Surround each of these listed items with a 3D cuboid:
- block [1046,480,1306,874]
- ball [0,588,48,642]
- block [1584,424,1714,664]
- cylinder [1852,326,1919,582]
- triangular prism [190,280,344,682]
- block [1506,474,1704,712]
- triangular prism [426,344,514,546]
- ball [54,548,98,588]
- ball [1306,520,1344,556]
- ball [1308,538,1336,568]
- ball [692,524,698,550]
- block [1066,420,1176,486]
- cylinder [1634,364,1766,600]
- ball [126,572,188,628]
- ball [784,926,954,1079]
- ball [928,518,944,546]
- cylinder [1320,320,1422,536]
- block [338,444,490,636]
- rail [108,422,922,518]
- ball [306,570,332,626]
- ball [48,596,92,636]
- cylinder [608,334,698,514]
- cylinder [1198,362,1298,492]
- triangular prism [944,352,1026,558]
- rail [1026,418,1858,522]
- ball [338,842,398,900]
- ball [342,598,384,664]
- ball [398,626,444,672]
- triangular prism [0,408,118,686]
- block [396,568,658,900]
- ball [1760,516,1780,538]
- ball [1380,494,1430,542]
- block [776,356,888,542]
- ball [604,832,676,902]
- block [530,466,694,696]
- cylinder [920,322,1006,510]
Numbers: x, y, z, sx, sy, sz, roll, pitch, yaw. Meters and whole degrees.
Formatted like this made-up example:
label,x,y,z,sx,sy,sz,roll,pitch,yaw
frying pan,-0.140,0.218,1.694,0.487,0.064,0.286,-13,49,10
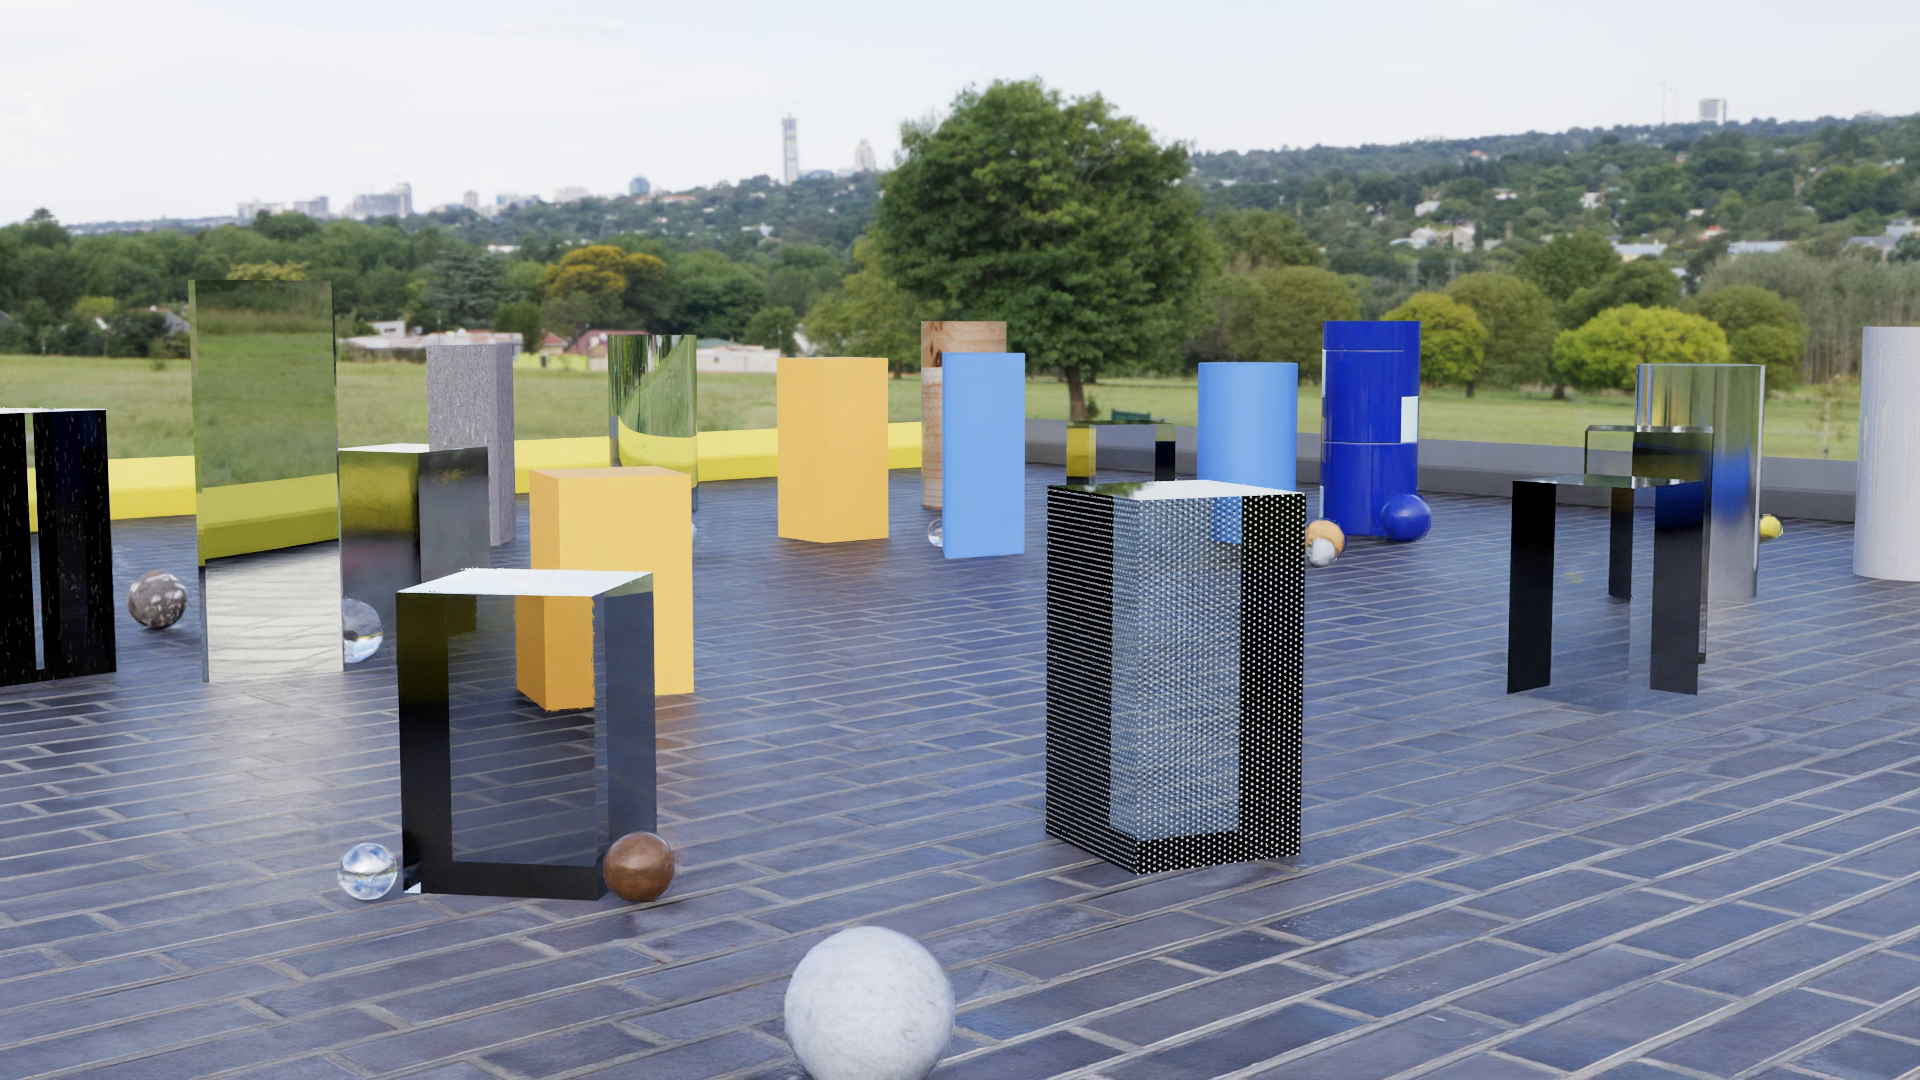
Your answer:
label,x,y,z,sx,sy,sz,roll,pitch,yaw
block,0.176,0.106,1.822,0.154,0.297,0.154,-3,7,-25
ball,-1.260,0.100,2.941,0.074,0.074,0.074,0,6,0
block,0.889,0.001,2.848,0.154,0.291,0.154,2,6,18
cylinder,1.604,-0.148,3.674,0.193,0.415,0.193,0,6,0
triangular prism,-0.868,-0.078,2.709,0.167,0.478,0.145,-4,7,-31
block,0.743,0.056,2.532,0.154,0.249,0.154,-6,8,-43
triangular prism,-0.910,-0.187,4.234,0.167,0.376,0.145,3,7,30
ball,-1.413,0.044,3.517,0.066,0.066,0.066,0,6,0
ball,0.642,0.001,3.884,0.074,0.074,0.074,0,6,0
ball,0.625,0.022,3.804,0.049,0.049,0.049,0,6,0
ball,-0.509,-0.006,3.945,0.076,0.076,0.076,0,6,0
block,0.294,-0.098,4.043,0.154,0.238,0.154,-2,6,-17
cylinder,1.155,-0.096,3.449,0.193,0.358,0.193,0,6,0
ball,-1.122,0.084,3.072,0.080,0.080,0.080,0,6,0
ball,-0.052,0.267,1.245,0.096,0.096,0.096,0,6,0
ball,-0.035,-0.014,4.126,0.053,0.053,0.053,0,6,0
cylinder,0.820,-0.227,4.400,0.193,0.420,0.193,0,6,0
block,-0.765,-0.002,3.064,0.154,0.252,0.154,3,7,24
rail,-1.478,-0.135,4.925,4.501,0.125,0.045,-6,8,-42
ball,-0.883,0.081,3.104,0.079,0.079,0.079,0,6,0
ball,-1.215,0.103,2.999,0.056,0.056,0.056,0,6,0
cylinder,-0.672,-0.255,4.818,0.193,0.388,0.193,0,6,0
cylinder,0.561,-0.175,4.299,0.193,0.339,0.193,0,6,0
triangular prism,0.010,-0.159,4.022,0.167,0.365,0.145,-4,7,-33
rail,1.636,-0.125,4.834,0.045,0.125,4.406,-6,8,-42
ball,-0.448,0.250,1.663,0.043,0.043,0.043,0,6,0
ball,-0.767,0.115,2.766,0.082,0.082,0.082,0,6,0
ball,-0.664,0.134,2.710,0.056,0.056,0.056,0,6,0
triangular prism,-1.149,0.003,2.679,0.145,0.323,0.167,5,8,39
block,-0.338,0.148,1.735,0.154,0.232,0.154,1,6,9
ball,1.582,-0.026,4.297,0.041,0.041,0.041,0,6,0
ball,0.852,-0.042,4.209,0.093,0.093,0.093,0,6,0
block,-0.248,-0.180,4.288,0.154,0.349,0.154,-5,8,-39
ball,-0.241,0.246,1.657,0.053,0.053,0.053,0,6,0
block,-0.411,0.047,2.589,0.154,0.254,0.154,-3,7,-23
cylinder,0.009,-0.284,4.957,0.193,0.417,0.193,0,6,0
